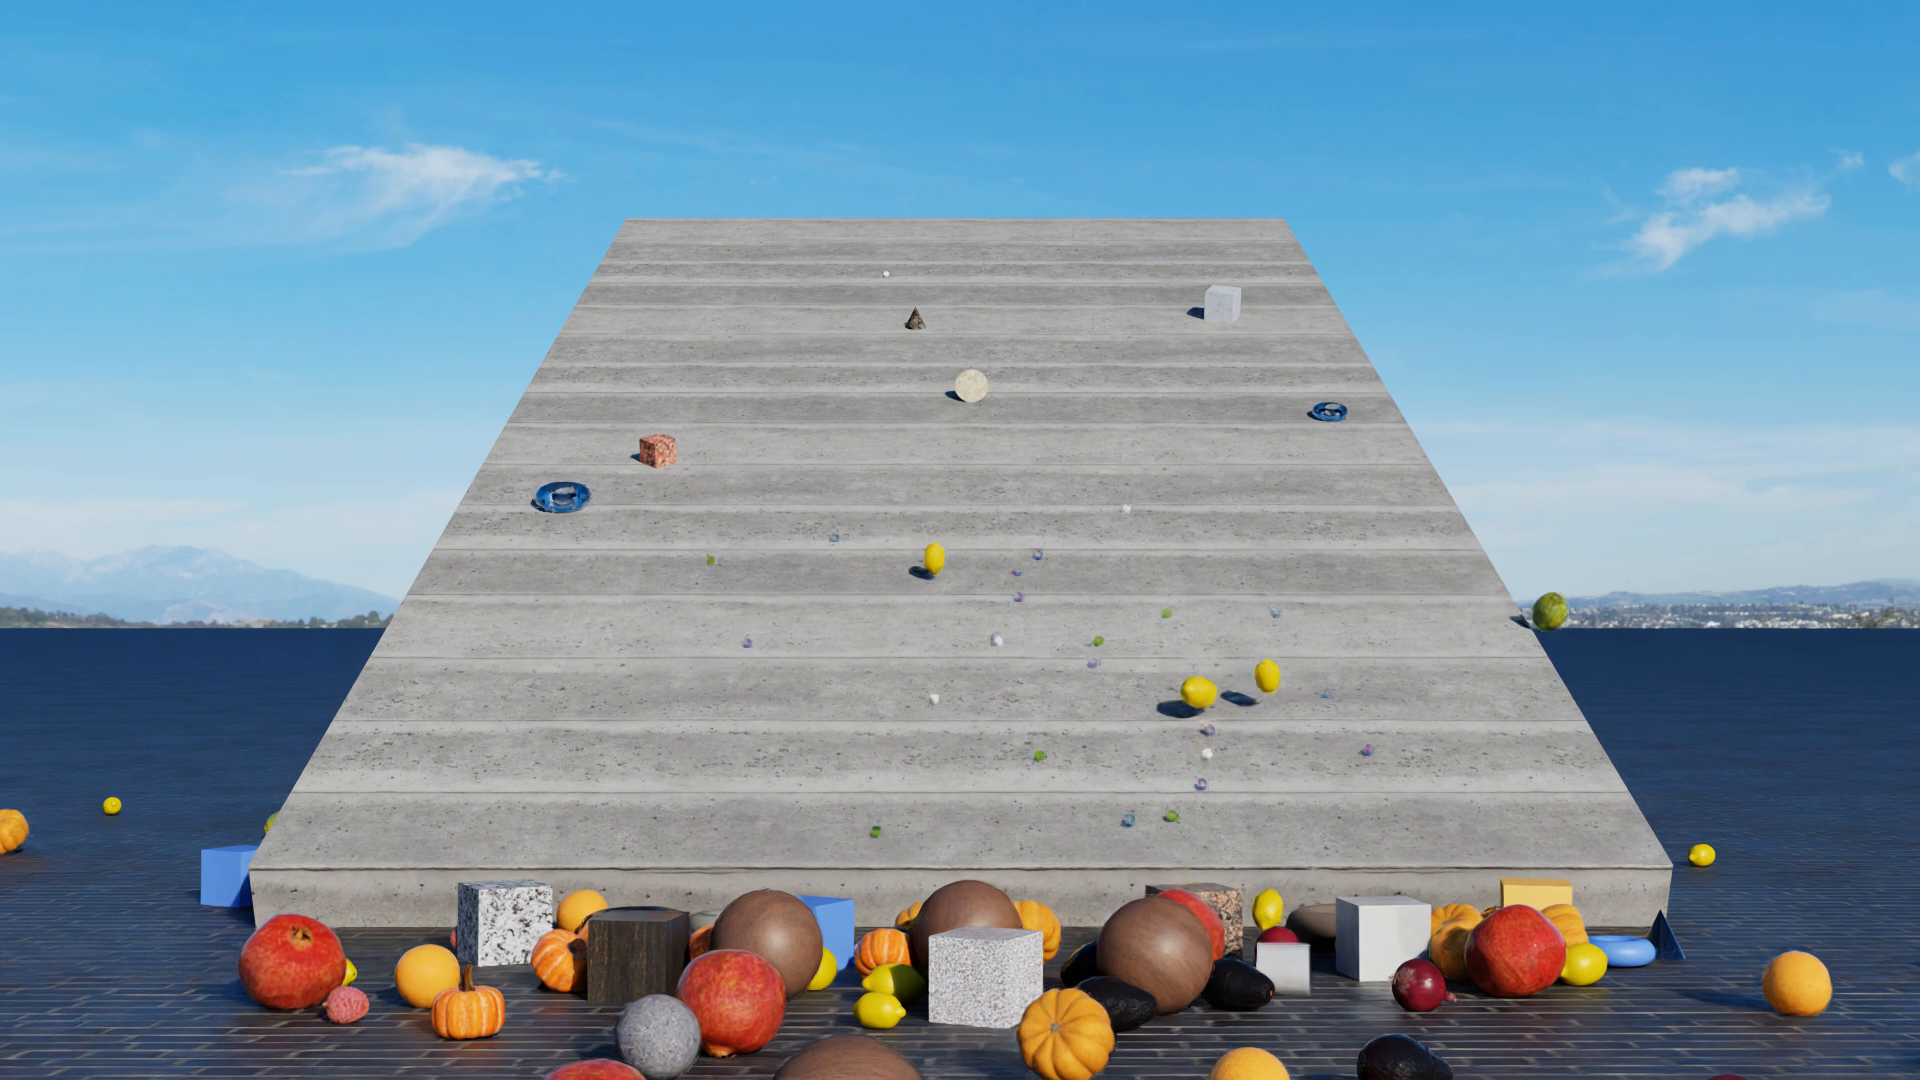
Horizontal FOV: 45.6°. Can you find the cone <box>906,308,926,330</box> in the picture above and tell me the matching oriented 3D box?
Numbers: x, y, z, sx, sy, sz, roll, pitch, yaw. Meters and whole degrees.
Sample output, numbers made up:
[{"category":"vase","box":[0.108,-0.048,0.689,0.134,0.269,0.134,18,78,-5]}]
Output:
[{"category":"cone","box":[-0.113,-0.566,5.788,0.053,0.053,0.053,0,21,0]}]

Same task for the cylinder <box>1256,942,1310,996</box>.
[{"category":"cylinder","box":[0.376,0.498,2.648,0.060,0.060,0.060,0,-2,11]}]

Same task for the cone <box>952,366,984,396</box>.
[{"category":"cone","box":[0.027,-0.348,5.248,0.076,0.076,0.076,-1,-25,14]}]

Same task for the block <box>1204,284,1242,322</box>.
[{"category":"block","box":[0.675,-0.607,5.868,0.075,0.075,0.075,8,22,20]}]

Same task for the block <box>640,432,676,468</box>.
[{"category":"block","box":[-0.635,-0.188,4.800,0.054,0.054,0.054,-19,28,-41]}]

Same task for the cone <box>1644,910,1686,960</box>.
[{"category":"cone","box":[0.906,0.508,2.949,0.062,0.062,0.062,0,-2,0]}]

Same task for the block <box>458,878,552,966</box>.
[{"category":"block","box":[-0.586,0.491,2.934,0.096,0.096,0.096,1,-2,-28]}]

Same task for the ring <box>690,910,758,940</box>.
[{"category":"ring","box":[-0.327,0.530,3.146,0.097,0.032,0.097,1,-3,0]}]

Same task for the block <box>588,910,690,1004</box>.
[{"category":"block","box":[-0.371,0.482,2.642,0.093,0.093,0.093,0,-2,10]}]

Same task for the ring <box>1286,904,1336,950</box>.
[{"category":"ring","box":[0.511,0.518,3.056,0.149,0.050,0.149,-1,-1,0]}]

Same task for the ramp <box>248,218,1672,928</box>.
[{"category":"ramp","box":[-0.006,-0.215,5.088,2.000,0.100,4.000,0,21,0]}]

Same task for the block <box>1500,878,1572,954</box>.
[{"category":"block","box":[0.765,0.499,3.034,0.087,0.087,0.087,0,-2,10]}]

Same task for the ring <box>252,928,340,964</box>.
[{"category":"ring","box":[-0.850,0.520,2.923,0.110,0.037,0.110,0,-1,0]}]

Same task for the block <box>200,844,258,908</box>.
[{"category":"block","box":[-1.107,0.517,3.517,0.084,0.084,0.084,-1,-2,29]}]

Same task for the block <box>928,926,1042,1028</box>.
[{"category":"block","box":[0.029,0.476,2.493,0.093,0.093,0.093,-1,-2,28]}]

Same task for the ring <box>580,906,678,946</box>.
[{"category":"ring","box":[-0.431,0.518,3.031,0.147,0.049,0.147,-1,-1,0]}]

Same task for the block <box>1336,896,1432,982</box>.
[{"category":"block","box":[0.519,0.489,2.802,0.090,0.090,0.090,0,-2,-8]}]

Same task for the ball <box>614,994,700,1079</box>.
[{"category":"ball","box":[-0.286,0.470,2.155,0.081,0.081,0.081,0,-2,0]}]

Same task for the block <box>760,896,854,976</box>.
[{"category":"block","box":[-0.191,0.494,2.855,0.084,0.084,0.084,-1,-2,31]}]

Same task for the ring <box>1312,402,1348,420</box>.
[{"category":"ring","box":[0.828,-0.287,5.105,0.080,0.027,0.080,1,20,0]}]

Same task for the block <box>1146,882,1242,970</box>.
[{"category":"block","box":[0.298,0.490,2.907,0.094,0.094,0.094,1,-2,-17]}]

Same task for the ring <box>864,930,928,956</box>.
[{"category":"ring","box":[-0.084,0.527,2.987,0.083,0.028,0.083,1,-3,0]}]

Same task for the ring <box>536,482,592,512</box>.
[{"category":"ring","box":[-0.793,-0.087,4.560,0.111,0.037,0.111,1,21,0]}]

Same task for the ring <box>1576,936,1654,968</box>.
[{"category":"ring","box":[0.830,0.521,2.891,0.097,0.032,0.097,0,-4,0]}]
